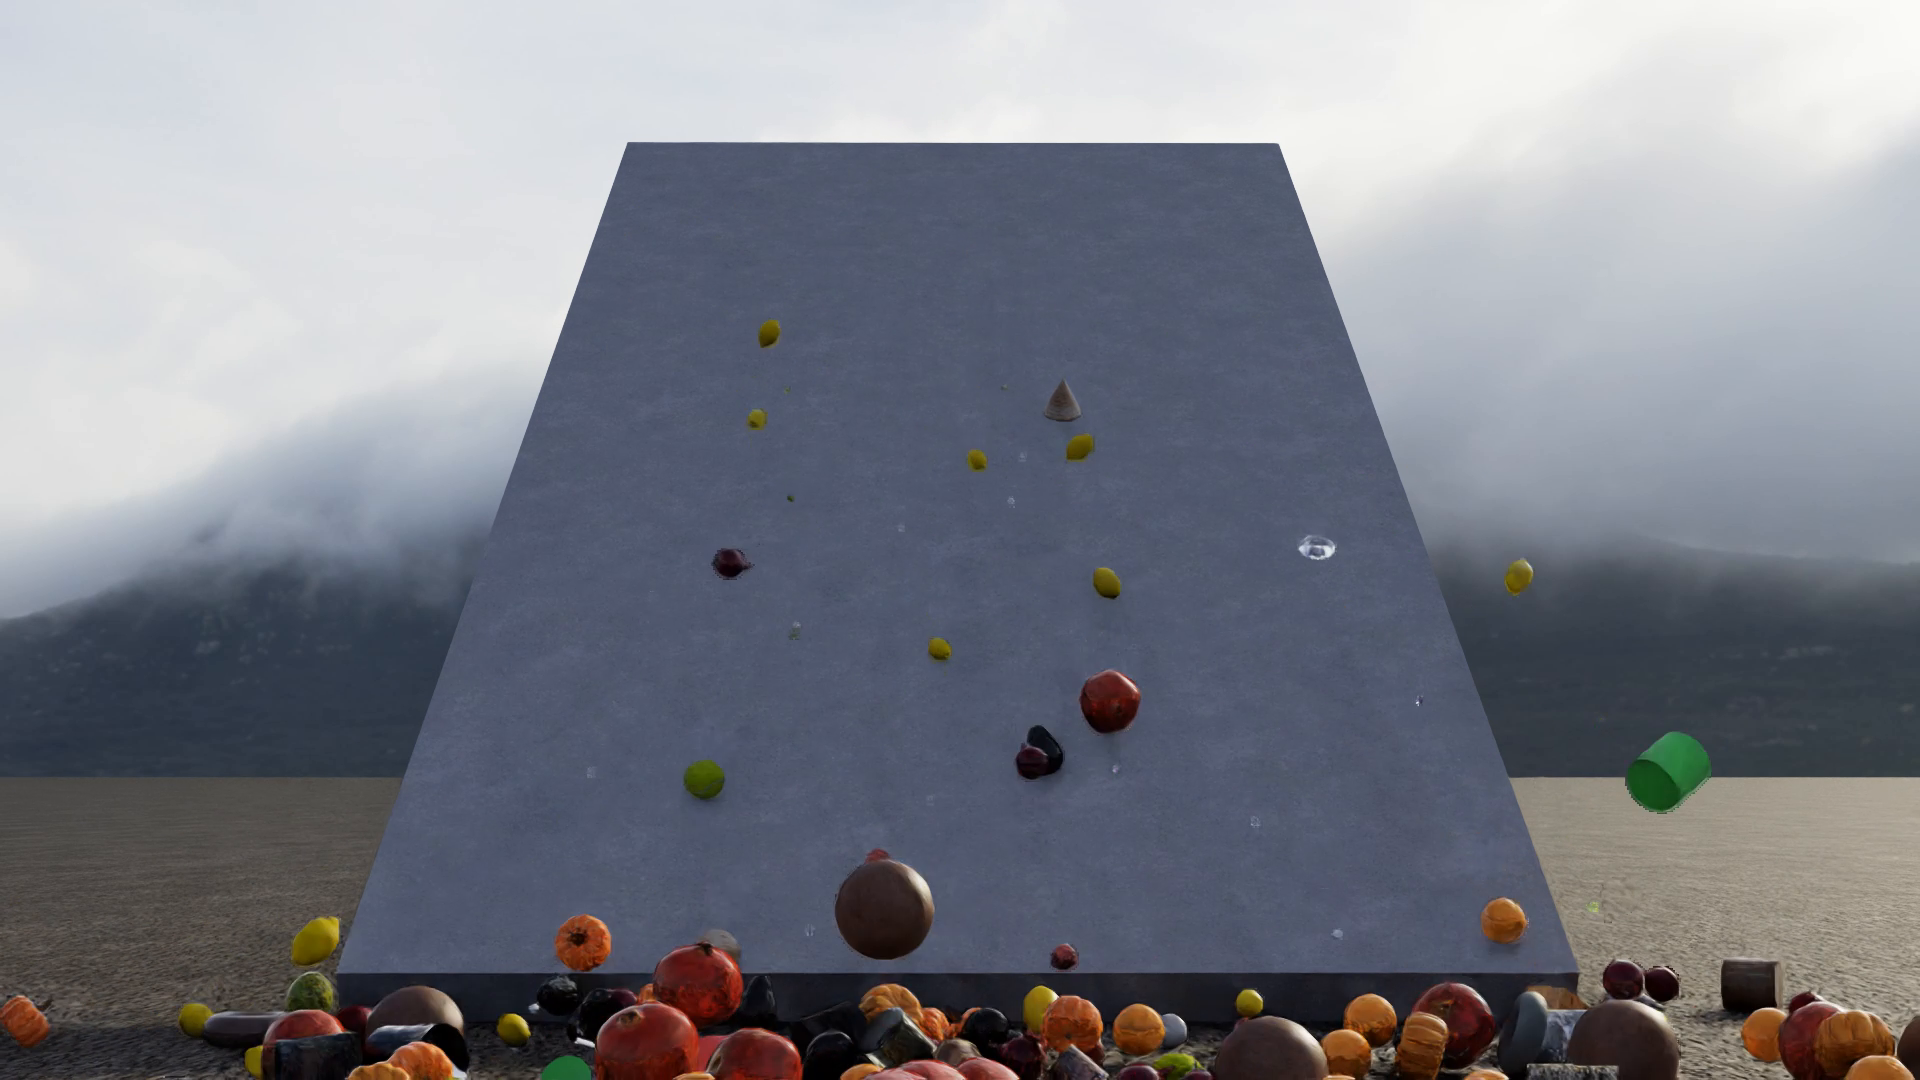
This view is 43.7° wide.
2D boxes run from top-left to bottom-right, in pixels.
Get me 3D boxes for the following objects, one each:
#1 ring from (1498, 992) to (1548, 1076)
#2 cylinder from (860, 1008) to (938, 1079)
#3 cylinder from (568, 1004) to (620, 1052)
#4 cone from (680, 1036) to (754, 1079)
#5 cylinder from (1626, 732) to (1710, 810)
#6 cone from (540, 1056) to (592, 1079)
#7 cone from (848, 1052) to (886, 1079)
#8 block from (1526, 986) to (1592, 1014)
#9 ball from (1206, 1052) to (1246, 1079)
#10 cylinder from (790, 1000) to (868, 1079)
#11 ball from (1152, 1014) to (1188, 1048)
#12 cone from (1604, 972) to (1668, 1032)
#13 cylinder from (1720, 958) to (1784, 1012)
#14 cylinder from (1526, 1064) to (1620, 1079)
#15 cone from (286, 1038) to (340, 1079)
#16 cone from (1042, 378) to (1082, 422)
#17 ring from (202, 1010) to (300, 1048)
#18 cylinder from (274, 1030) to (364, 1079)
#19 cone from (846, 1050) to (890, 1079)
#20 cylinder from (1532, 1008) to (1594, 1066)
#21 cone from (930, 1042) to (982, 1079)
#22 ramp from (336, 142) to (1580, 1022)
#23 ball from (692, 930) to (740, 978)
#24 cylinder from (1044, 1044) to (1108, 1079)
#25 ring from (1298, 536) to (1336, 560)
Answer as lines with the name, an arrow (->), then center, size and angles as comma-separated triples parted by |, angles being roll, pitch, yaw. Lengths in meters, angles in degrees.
ring -> 0.752, 0.659, 3.201 | 0.038, 0.115, 0.115 | 19, -5, 3
cylinder -> -0.079, 0.653, 3.082 | 0.073, 0.073, 0.073 | 49, -29, -22
cylinder -> -0.517, 0.689, 3.383 | 0.054, 0.054, 0.054 | 12, -1, 21
cone -> -0.301, 0.669, 2.927 | 0.091, 0.091, 0.091 | 0, 21, 0
cylinder -> 1.128, 0.368, 3.815 | 0.093, 0.093, 0.093 | -31, 13, -33
cone -> -0.475, 0.676, 2.941 | 0.066, 0.066, 0.066 | -1, -32, 12
cone -> -0.113, 0.691, 3.081 | 0.050, 0.050, 0.050 | 22, -2, 9
block -> 0.864, 0.696, 3.488 | 0.068, 0.068, 0.068 | 39, -28, -28
ball -> 0.339, 0.677, 3.049 | 0.050, 0.050, 0.050 | 0, -6, 0
cylinder -> -0.170, 0.662, 3.173 | 0.080, 0.080, 0.080 | -16, 3, -29
ball -> 0.308, 0.722, 3.518 | 0.051, 0.051, 0.051 | 0, -6, 0
cone -> 1.047, 0.719, 3.703 | 0.092, 0.092, 0.092 | 4, -4, 15
cylinder -> 1.350, 0.757, 4.084 | 0.088, 0.088, 0.088 | -3, -6, 28
cylinder -> 0.650, 0.604, 2.540 | 0.094, 0.094, 0.094 | -1, -6, 14
cone -> -0.845, 0.698, 3.160 | 0.063, 0.063, 0.063 | 32, -20, -24
cone -> 0.243, -0.343, 5.654 | 0.094, 0.094, 0.094 | 0, 29, 0
ring -> -1.054, 0.728, 3.564 | 0.141, 0.047, 0.141 | 1, -6, 0
cylinder -> -0.750, 0.627, 2.809 | 0.091, 0.091, 0.091 | -5, -5, -10
cone -> -0.118, 0.677, 3.144 | 0.067, 0.067, 0.067 | 0, -6, 0
cylinder -> 0.814, 0.678, 3.264 | 0.077, 0.077, 0.077 | 3, -6, -1
cone -> 0.008, 0.652, 2.968 | 0.070, 0.070, 0.070 | 2, -21, -24
ramp -> -0.012, -0.219, 5.629 | 2.000, 0.100, 4.000 | 0, 29, 0
ball -> -0.390, 0.661, 3.830 | 0.078, 0.078, 0.078 | 0, -6, 0
cylinder -> 0.137, 0.636, 2.836 | 0.056, 0.056, 0.056 | 38, 4, 14
ring -> 0.755, 0.016, 5.073 | 0.078, 0.026, 0.078 | 0, 27, 0
